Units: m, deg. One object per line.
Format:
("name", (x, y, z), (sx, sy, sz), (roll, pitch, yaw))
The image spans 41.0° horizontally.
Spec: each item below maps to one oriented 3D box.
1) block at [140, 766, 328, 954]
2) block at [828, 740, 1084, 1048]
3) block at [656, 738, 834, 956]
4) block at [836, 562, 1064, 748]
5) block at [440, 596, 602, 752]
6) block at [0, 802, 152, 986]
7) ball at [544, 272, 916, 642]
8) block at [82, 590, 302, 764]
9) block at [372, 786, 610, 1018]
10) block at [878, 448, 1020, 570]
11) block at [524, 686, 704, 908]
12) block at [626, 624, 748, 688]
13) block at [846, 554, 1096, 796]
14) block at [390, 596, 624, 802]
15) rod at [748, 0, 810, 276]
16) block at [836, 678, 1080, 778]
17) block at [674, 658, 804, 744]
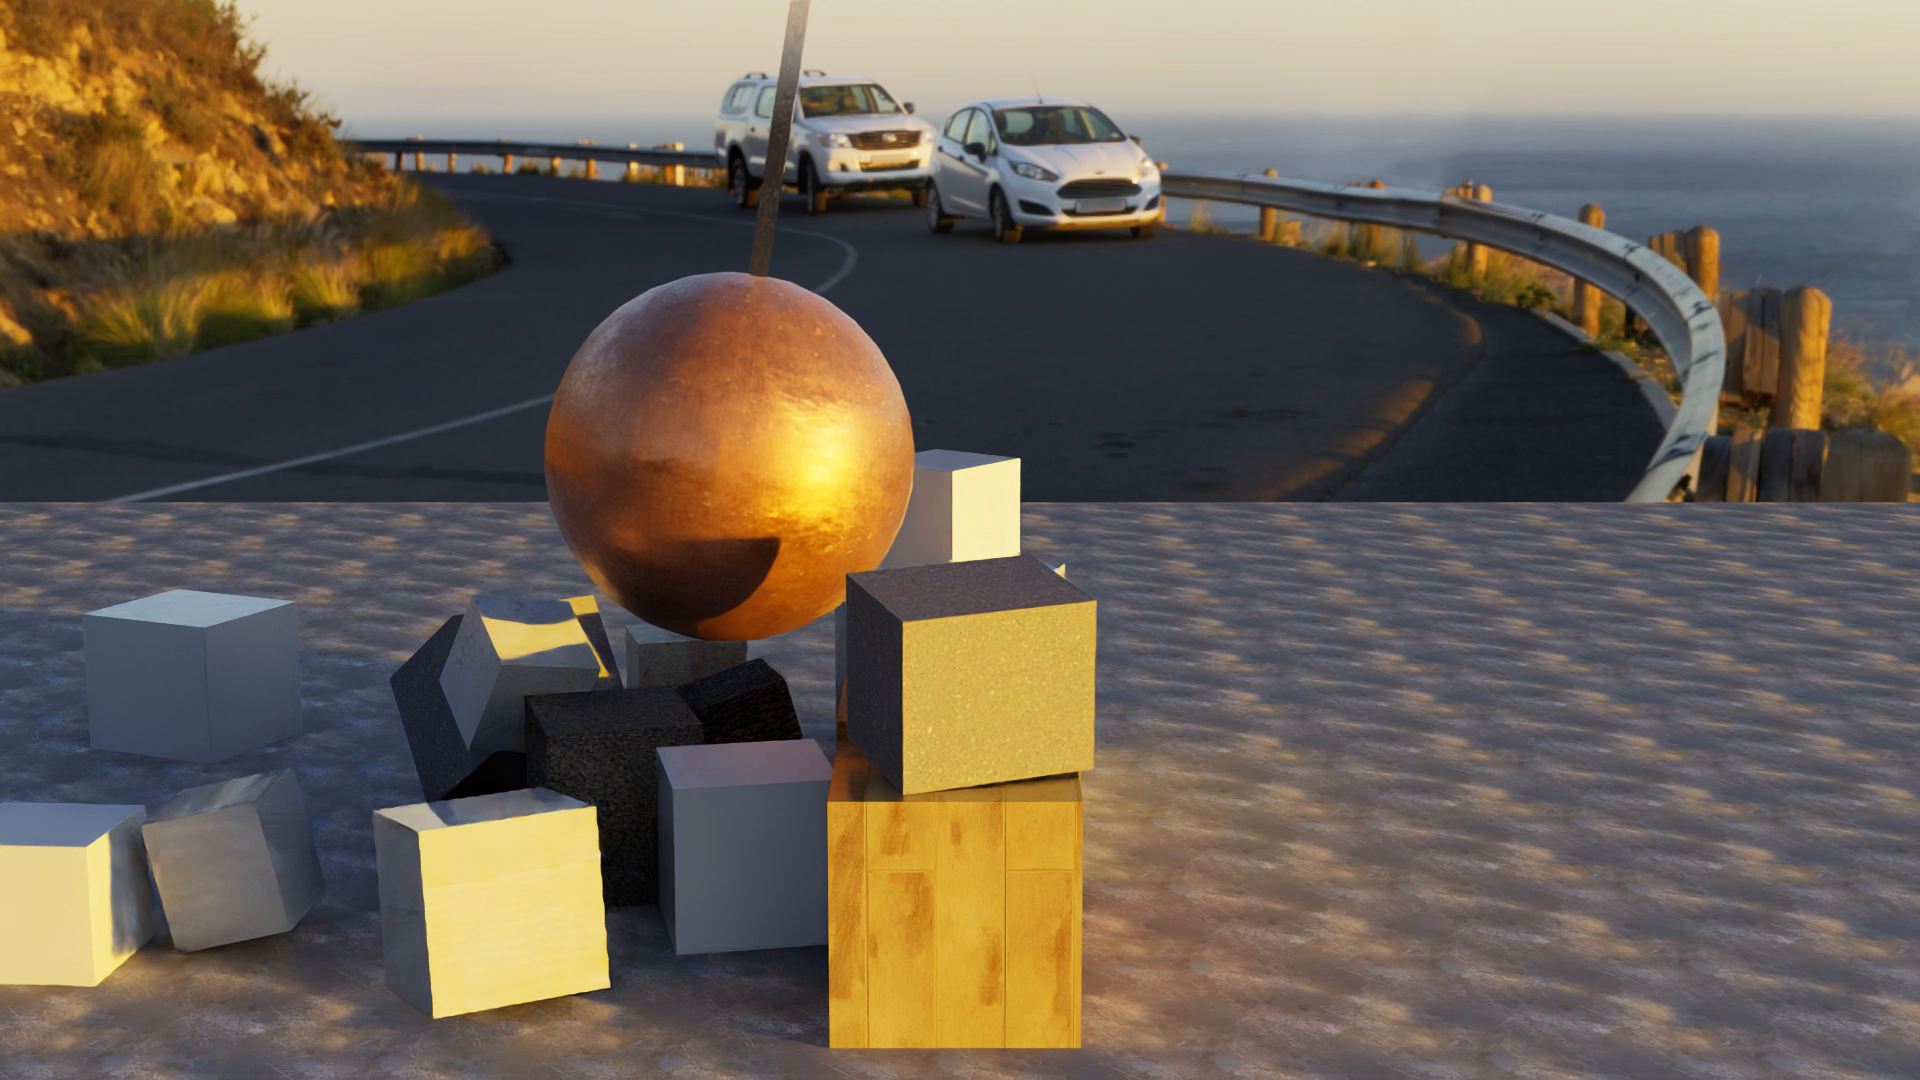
("block", (-2.979, 1.311, 10.557), (0.480, 0.550, 0.530), (-12, 10, 4))
("block", (-0.017, 1.320, 9.702), (0.917, 0.931, 0.854), (0, 10, 0))
("block", (-0.886, 1.264, 10.677), (0.677, 0.693, 0.662), (-2, 11, -12))
("block", (-0.038, 0.666, 13.135), (0.960, 0.990, 0.921), (3, 11, 15))
("block", (-2.003, 0.612, 11.655), (0.480, 0.506, 0.477), (4, 36, -34))
("block", (-3.645, 1.407, 10.256), (0.597, 0.563, 0.582), (1, 10, 4))
("ball", (-0.994, -0.359, 11.115), (1.600, 1.600, 1.600), (0, 10, 0))
("block", (-4.070, 0.712, 13.633), (0.810, 0.720, 0.725), (5, 11, 24))
("block", (-1.802, 1.372, 9.837), (0.684, 0.695, 0.650), (-6, 4, -27))
("block", (-0.077, -0.099, 12.869), (0.531, 0.612, 0.550), (8, 13, 37))
("block", (-1.515, 1.120, 11.232), (0.662, 0.777, 0.732), (-3, 11, -16))
("block", (-1.486, 0.755, 13.932), (0.585, 0.530, 0.491), (-3, 11, -15))
("block", (0.032, 0.489, 9.610), (0.751, 0.656, 0.639), (-6, 17, -20))
("block", (-2.174, 0.784, 12.433), (0.759, 0.684, 0.806), (-8, -19, -38))
("rod", (-0.431, -3.658, 10.515), (0.080, 5.200, 0.080), (9, 10, -2))
("block", (-0.005, 1.130, 10.537), (0.954, 1.007, 0.835), (0, 10, 0))
("block", (-1.101, 0.937, 12.758), (0.503, 0.470, 0.502), (-20, 15, -14))
